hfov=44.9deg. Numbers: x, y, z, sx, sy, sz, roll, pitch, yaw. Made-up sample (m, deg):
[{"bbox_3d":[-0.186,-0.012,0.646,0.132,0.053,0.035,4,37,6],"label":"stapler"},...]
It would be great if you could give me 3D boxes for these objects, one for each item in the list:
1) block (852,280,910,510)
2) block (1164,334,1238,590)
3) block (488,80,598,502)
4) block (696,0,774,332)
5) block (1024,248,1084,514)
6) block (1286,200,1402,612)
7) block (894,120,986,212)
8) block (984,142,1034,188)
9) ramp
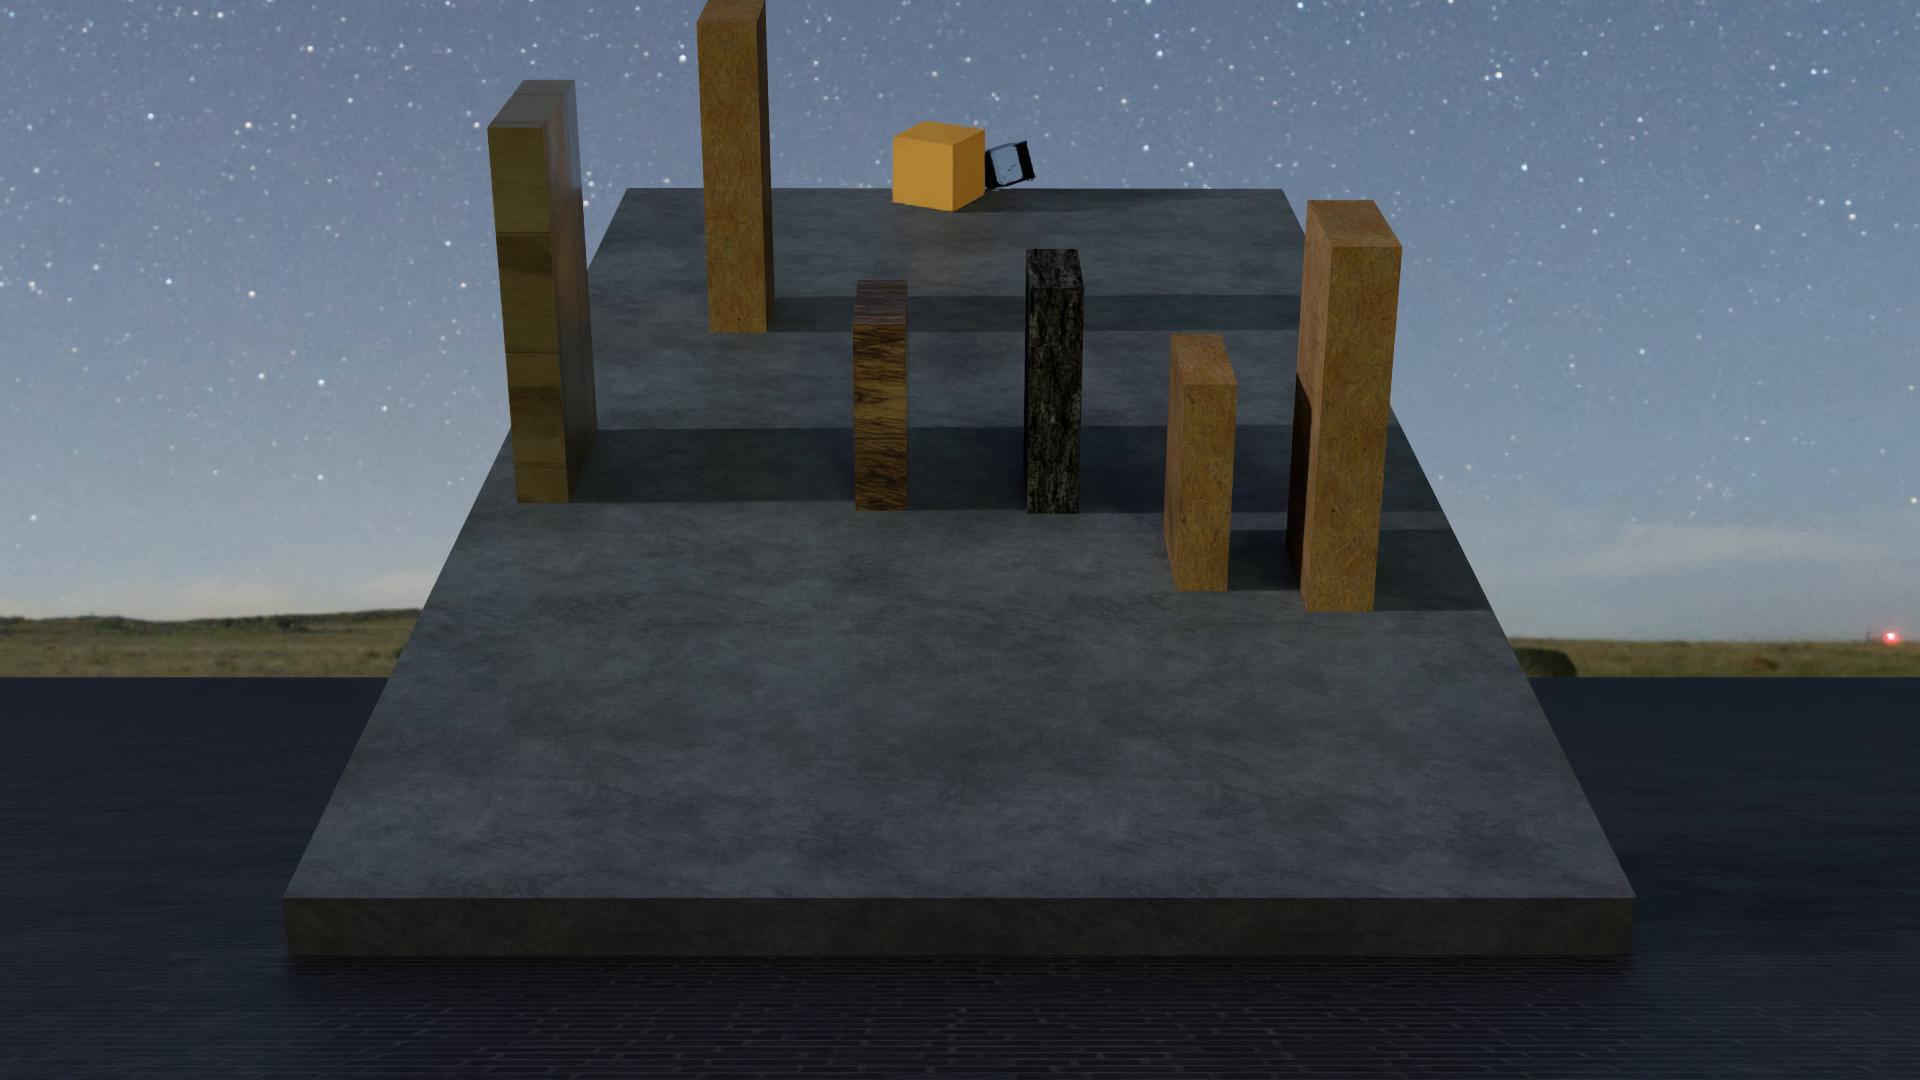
[{"bbox_3d":[-0.162,-0.303,4.825,0.105,0.402,0.294,0,24,0],"label":"block"},{"bbox_3d":[0.459,-0.151,4.462,0.097,0.416,0.288,0,24,0],"label":"block"},{"bbox_3d":[-0.863,-0.522,4.841,0.107,0.787,0.425,0,24,0],"label":"block"},{"bbox_3d":[-0.556,-0.932,5.797,0.142,0.773,0.290,0,24,0],"label":"block"},{"bbox_3d":[0.190,-0.329,4.785,0.106,0.482,0.271,0,24,0],"label":"block"},{"bbox_3d":[0.710,-0.251,4.331,0.123,0.704,0.305,0,24,0],"label":"block"},{"bbox_3d":[-0.062,-1.117,6.925,0.201,0.201,0.201,13,28,25],"label":"block"},{"bbox_3d":[0.140,-1.140,7.051,0.112,0.112,0.112,-21,15,-23],"label":"block"},{"bbox_3d":[-0.008,-0.227,5.277,2.000,0.100,4.000,0,24,0],"label":"ramp"}]
